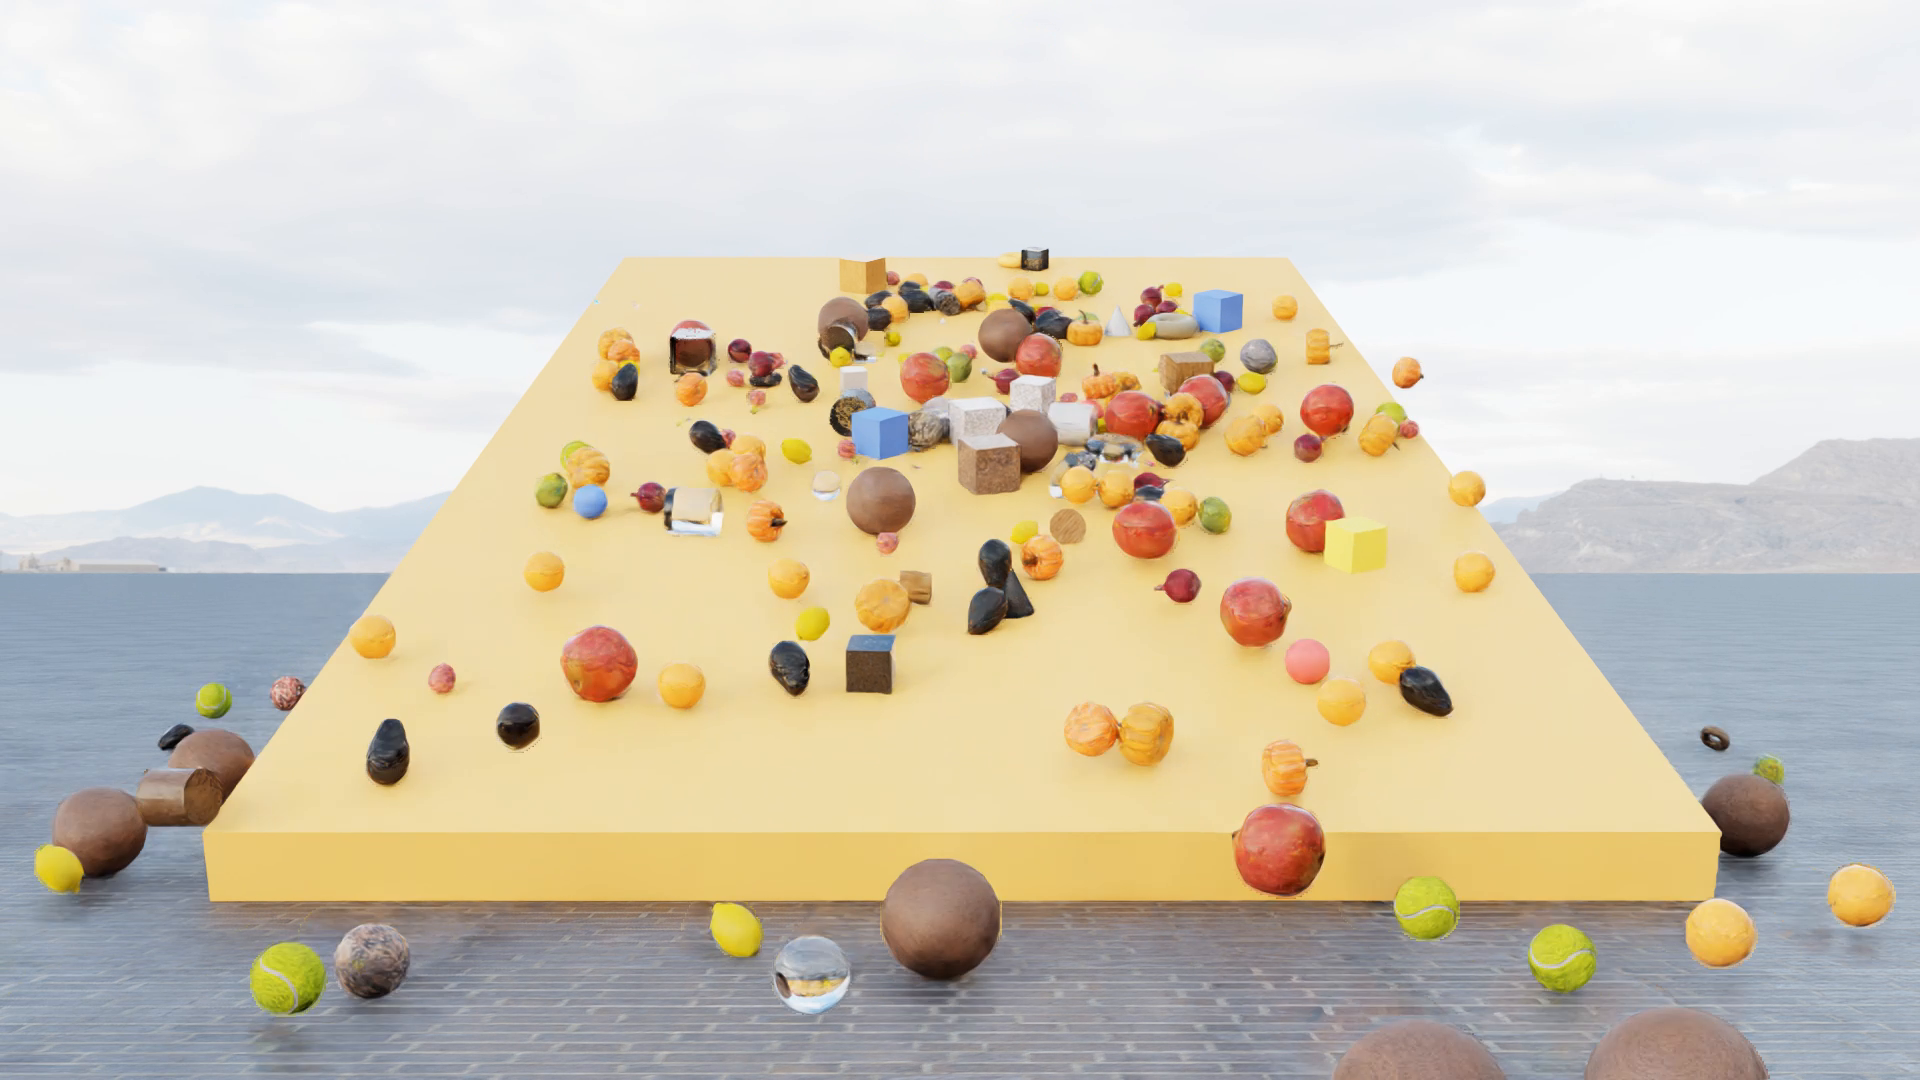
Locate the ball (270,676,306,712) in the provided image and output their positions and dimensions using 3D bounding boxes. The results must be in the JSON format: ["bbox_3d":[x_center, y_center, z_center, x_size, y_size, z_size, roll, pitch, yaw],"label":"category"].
[{"bbox_3d":[-1.170,0.268,3.898,0.061,0.061,0.061,0,-1,0],"label":"ball"}]

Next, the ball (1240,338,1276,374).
[{"bbox_3d":[0.692,-0.428,5.193,0.081,0.081,0.081,0,-1,0],"label":"ball"}]

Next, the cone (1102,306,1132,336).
[{"bbox_3d":[0.405,-0.570,5.753,0.078,0.078,0.078,0,18,0],"label":"cone"}]

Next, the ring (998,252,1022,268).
[{"bbox_3d":[0.161,-0.828,6.620,0.100,0.033,0.100,0,20,0],"label":"ring"}]

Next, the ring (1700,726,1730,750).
[{"bbox_3d":[1.824,0.478,5.403,0.075,0.075,0.025,-1,39,49],"label":"ring"}]

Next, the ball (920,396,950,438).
[{"bbox_3d":[-0.044,-0.262,4.788,0.089,0.089,0.089,0,-1,0],"label":"ball"}]

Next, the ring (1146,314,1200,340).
[{"bbox_3d":[0.544,-0.547,5.737,0.140,0.047,0.140,0,19,0],"label":"ring"}]

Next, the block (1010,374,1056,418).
[{"bbox_3d":[0.163,-0.320,4.988,0.076,0.076,0.076,9,20,26],"label":"block"}]

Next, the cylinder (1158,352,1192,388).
[{"bbox_3d":[0.514,-0.398,5.219,0.082,0.082,0.082,-3,0,-10],"label":"cylinder"}]

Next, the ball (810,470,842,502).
[{"bbox_3d":[-0.260,-0.105,4.351,0.060,0.060,0.060,0,-1,0],"label":"ball"}]

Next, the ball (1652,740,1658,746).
[{"bbox_3d":[1.575,0.480,5.135,0.052,0.052,0.052,0,-1,0],"label":"ball"}]

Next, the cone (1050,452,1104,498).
[{"bbox_3d":[0.243,-0.109,4.390,0.096,0.096,0.096,23,-11,-25],"label":"cone"}]

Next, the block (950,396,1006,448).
[{"bbox_3d":[0.038,-0.243,4.725,0.093,0.093,0.093,-7,19,-19],"label":"block"}]

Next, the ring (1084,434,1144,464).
[{"bbox_3d":[0.320,-0.190,4.649,0.123,0.041,0.123,1,18,0],"label":"ring"}]

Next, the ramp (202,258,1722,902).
[{"bbox_3d":[-0.004,-0.187,4.862,2.000,0.100,4.000,0,18,0],"label":"ramp"}]

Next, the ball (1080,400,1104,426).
[{"bbox_3d":[0.280,-0.272,4.855,0.067,0.067,0.067,0,-1,0],"label":"ball"}]

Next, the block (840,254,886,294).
[{"bbox_3d":[-0.273,-0.745,6.266,0.092,0.092,0.092,12,22,32],"label":"block"}]

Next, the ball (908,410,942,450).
[{"bbox_3d":[-0.079,-0.233,4.708,0.084,0.084,0.084,0,-1,0],"label":"ball"}]

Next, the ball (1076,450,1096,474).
[{"bbox_3d":[0.251,-0.156,4.526,0.050,0.050,0.050,0,-1,0],"label":"ball"}]

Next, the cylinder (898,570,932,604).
[{"bbox_3d":[-0.076,0.080,3.783,0.054,0.054,0.054,3,-1,0],"label":"cylinder"}]

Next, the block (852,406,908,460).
[{"bbox_3d":[-0.167,-0.224,4.678,0.084,0.084,0.084,17,24,42],"label":"block"}]

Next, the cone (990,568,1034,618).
[{"bbox_3d":[0.088,0.083,3.750,0.076,0.076,0.076,0,18,0],"label":"cone"}]

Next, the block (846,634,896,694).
[{"bbox_3d":[-0.136,0.190,3.431,0.069,0.069,0.069,2,18,5],"label":"block"}]

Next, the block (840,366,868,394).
[{"bbox_3d":[-0.247,-0.368,5.169,0.055,0.055,0.055,-4,19,-13],"label":"block"}]

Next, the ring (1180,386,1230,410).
[{"bbox_3d":[0.554,-0.320,5.052,0.114,0.038,0.114,1,18,0],"label":"ring"}]

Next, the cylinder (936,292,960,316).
[{"bbox_3d":[-0.033,-0.630,5.975,0.054,0.054,0.054,0,18,-10],"label":"cylinder"}]

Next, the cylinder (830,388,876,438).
[{"bbox_3d":[-0.231,-0.276,4.833,0.087,0.087,0.087,0,18,9],"label":"cylinder"}]

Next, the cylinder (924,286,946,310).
[{"bbox_3d":[-0.059,-0.651,6.038,0.055,0.055,0.055,0,16,-24],"label":"cylinder"}]

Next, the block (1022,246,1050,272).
[{"bbox_3d":[0.220,-0.825,6.566,0.060,0.060,0.060,11,21,30],"label":"block"}]

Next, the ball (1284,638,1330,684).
[{"bbox_3d":[0.535,0.186,3.443,0.070,0.070,0.070,0,-1,0],"label":"ball"}]

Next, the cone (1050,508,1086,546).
[{"bbox_3d":[0.192,-0.018,4.135,0.068,0.068,0.068,0,-9,-10],"label":"cone"}]

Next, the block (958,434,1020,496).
[{"bbox_3d":[0.058,-0.150,4.436,0.094,0.094,0.094,-7,19,-20],"label":"block"}]

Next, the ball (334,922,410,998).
[{"bbox_3d":[-0.606,0.433,2.305,0.077,0.077,0.077,0,-1,0],"label":"ball"}]

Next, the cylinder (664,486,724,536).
[{"bbox_3d":[-0.493,-0.053,4.141,0.088,0.088,0.088,3,0,10],"label":"cylinder"}]

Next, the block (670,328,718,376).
[{"bbox_3d":[-0.638,-0.449,5.354,0.092,0.092,0.092,2,18,7],"label":"block"}]

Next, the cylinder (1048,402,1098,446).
[{"bbox_3d":[0.239,-0.245,4.734,0.090,0.090,0.090,5,1,15],"label":"cylinder"}]

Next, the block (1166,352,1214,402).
[{"bbox_3d":[0.528,-0.375,5.137,0.090,0.090,0.090,-3,18,-9],"label":"block"}]

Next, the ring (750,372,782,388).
[{"bbox_3d":[-0.456,-0.377,5.241,0.079,0.026,0.079,-1,18,0],"label":"ring"}]

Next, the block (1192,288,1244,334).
[{"bbox_3d":[0.669,-0.594,5.808,0.091,0.091,0.091,-17,24,-41],"label":"block"}]

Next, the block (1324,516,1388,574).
[{"bbox_3d":[0.704,0.009,3.979,0.077,0.077,0.077,-10,20,-27],"label":"block"}]

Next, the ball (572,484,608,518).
[{"bbox_3d":[-0.701,-0.072,4.242,0.065,0.065,0.065,0,-1,0],"label":"ball"}]

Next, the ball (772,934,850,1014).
[{"bbox_3d":[-0.148,0.432,2.225,0.078,0.078,0.078,0,-1,0],"label":"ball"}]

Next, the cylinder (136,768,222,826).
[{"bbox_3d":[-1.025,0.338,2.939,0.076,0.076,0.076,-3,-2,21],"label":"cylinder"}]

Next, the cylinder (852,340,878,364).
[{"bbox_3d":[-0.230,-0.457,5.448,0.050,0.050,0.050,-18,-4,9],"label":"cylinder"}]
